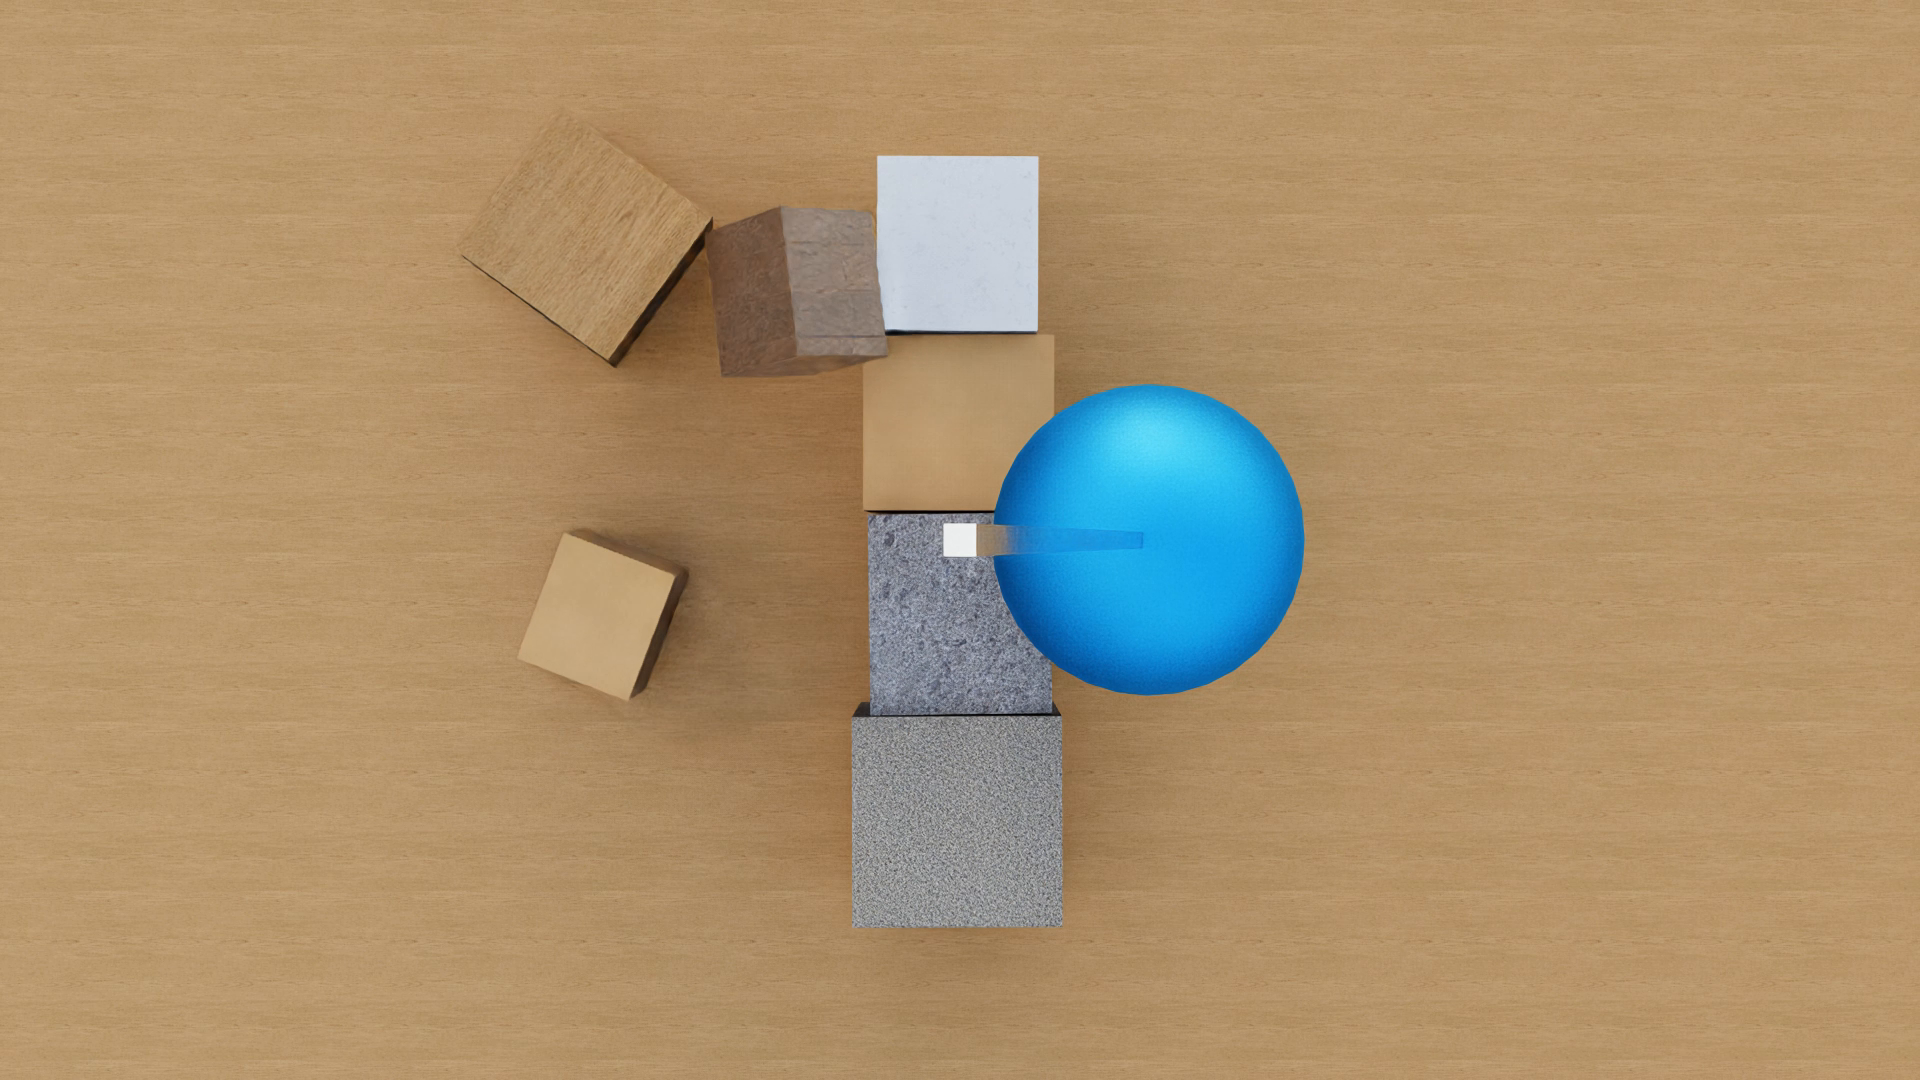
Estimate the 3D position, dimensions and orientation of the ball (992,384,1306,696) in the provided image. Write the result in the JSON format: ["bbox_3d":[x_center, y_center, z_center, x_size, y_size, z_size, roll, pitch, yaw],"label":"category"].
[{"bbox_3d":[0.962,0.000,11.294,1.600,1.600,1.600,0,90,0],"label":"ball"}]

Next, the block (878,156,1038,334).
[{"bbox_3d":[-0.013,-1.618,12.497,0.878,1.006,0.951,0,90,0],"label":"block"}]

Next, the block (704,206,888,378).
[{"bbox_3d":[-0.888,-1.332,11.924,0.632,0.660,0.794,-5,87,-44],"label":"block"}]

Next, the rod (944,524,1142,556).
[{"bbox_3d":[0.417,0.000,7.938,0.080,5.200,0.080,0,90,9],"label":"rod"}]

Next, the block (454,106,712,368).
[{"bbox_3d":[-2.109,-1.695,12.487,1.020,0.888,0.975,36,88,-6],"label":"block"}]

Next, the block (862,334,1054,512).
[{"bbox_3d":[-0.008,-0.647,12.554,1.053,0.893,0.968,0,90,0],"label":"block"}]

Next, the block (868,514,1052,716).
[{"bbox_3d":[-0.001,0.401,12.469,0.987,1.062,1.090,-1,90,0],"label":"block"}]

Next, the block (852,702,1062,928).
[{"bbox_3d":[-0.015,1.523,12.433,1.136,1.134,1.137,0,90,0],"label":"block"}]

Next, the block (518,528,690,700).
[{"bbox_3d":[-2.043,0.420,12.678,0.673,0.608,0.759,21,93,0],"label":"block"}]
